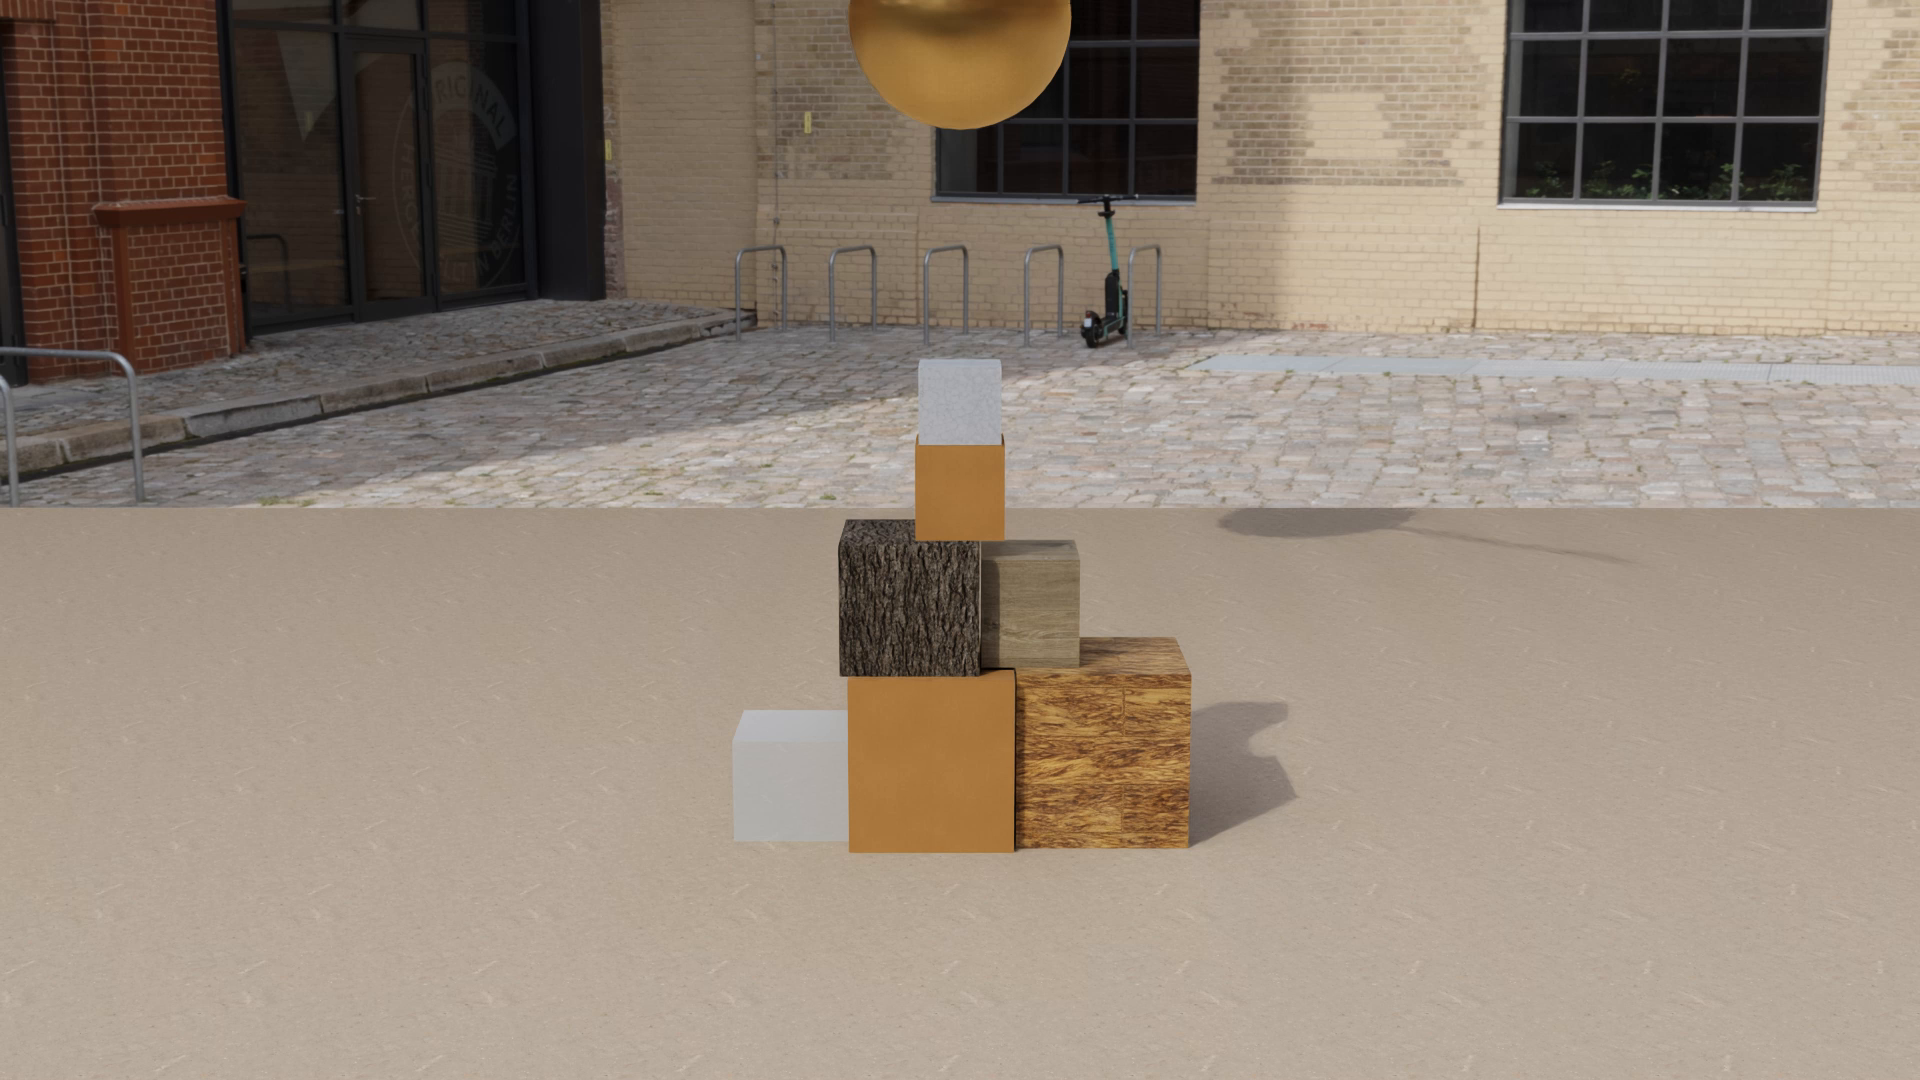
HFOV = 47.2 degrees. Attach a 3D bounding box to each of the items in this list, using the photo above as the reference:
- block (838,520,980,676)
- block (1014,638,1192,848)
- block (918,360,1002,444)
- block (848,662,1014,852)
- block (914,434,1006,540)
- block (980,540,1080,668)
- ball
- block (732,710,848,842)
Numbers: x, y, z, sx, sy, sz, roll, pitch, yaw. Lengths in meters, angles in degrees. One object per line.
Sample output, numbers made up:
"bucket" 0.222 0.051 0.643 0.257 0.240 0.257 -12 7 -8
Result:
"block" -0.251 0.284 11.226 0.694 0.658 0.774 0 10 0
"block" 0.713 1.033 11.376 0.866 0.898 0.836 0 10 0
"block" 0.000 -0.697 11.053 0.409 0.386 0.386 0 10 0
"block" -0.142 1.044 11.354 0.824 0.883 0.931 0 10 0
"block" 0.000 -0.272 11.120 0.444 0.474 0.479 0 10 0
"block" 0.352 0.319 11.255 0.491 0.550 0.560 0 10 0
"ball" 0.000 -3.746 15.739 1.600 1.600 1.600 0 10 0
"block" -0.855 1.216 11.414 0.582 0.524 0.613 0 10 0
